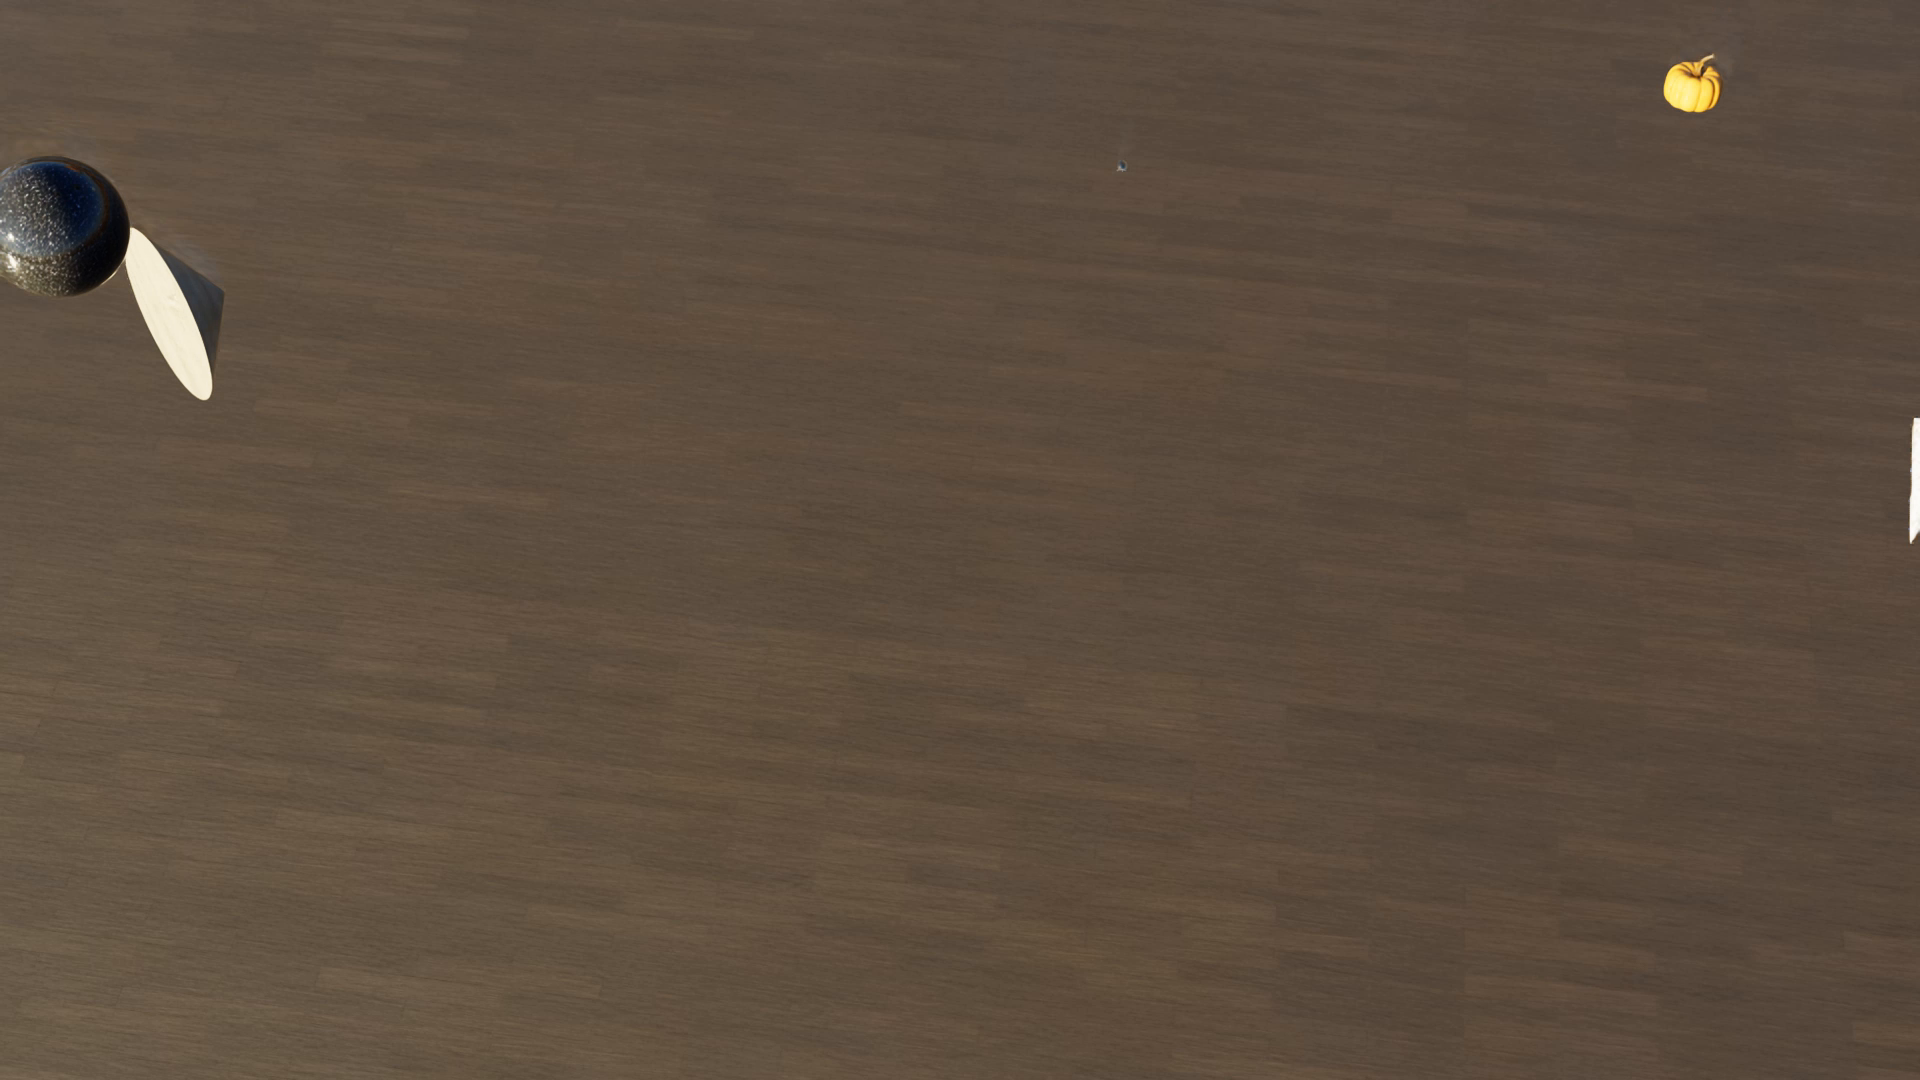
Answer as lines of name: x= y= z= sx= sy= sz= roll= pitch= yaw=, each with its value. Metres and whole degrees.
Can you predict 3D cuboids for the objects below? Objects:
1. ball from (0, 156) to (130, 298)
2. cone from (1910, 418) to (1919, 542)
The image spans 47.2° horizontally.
ball: x=-1.356 y=-0.469 z=3.294 sx=0.212 sy=0.212 sz=0.212 roll=0 pitch=56 yaw=0
cone: x=1.604 y=-0.085 z=3.643 sx=0.104 sy=0.140 sz=0.201 roll=15 pitch=81 yaw=47
